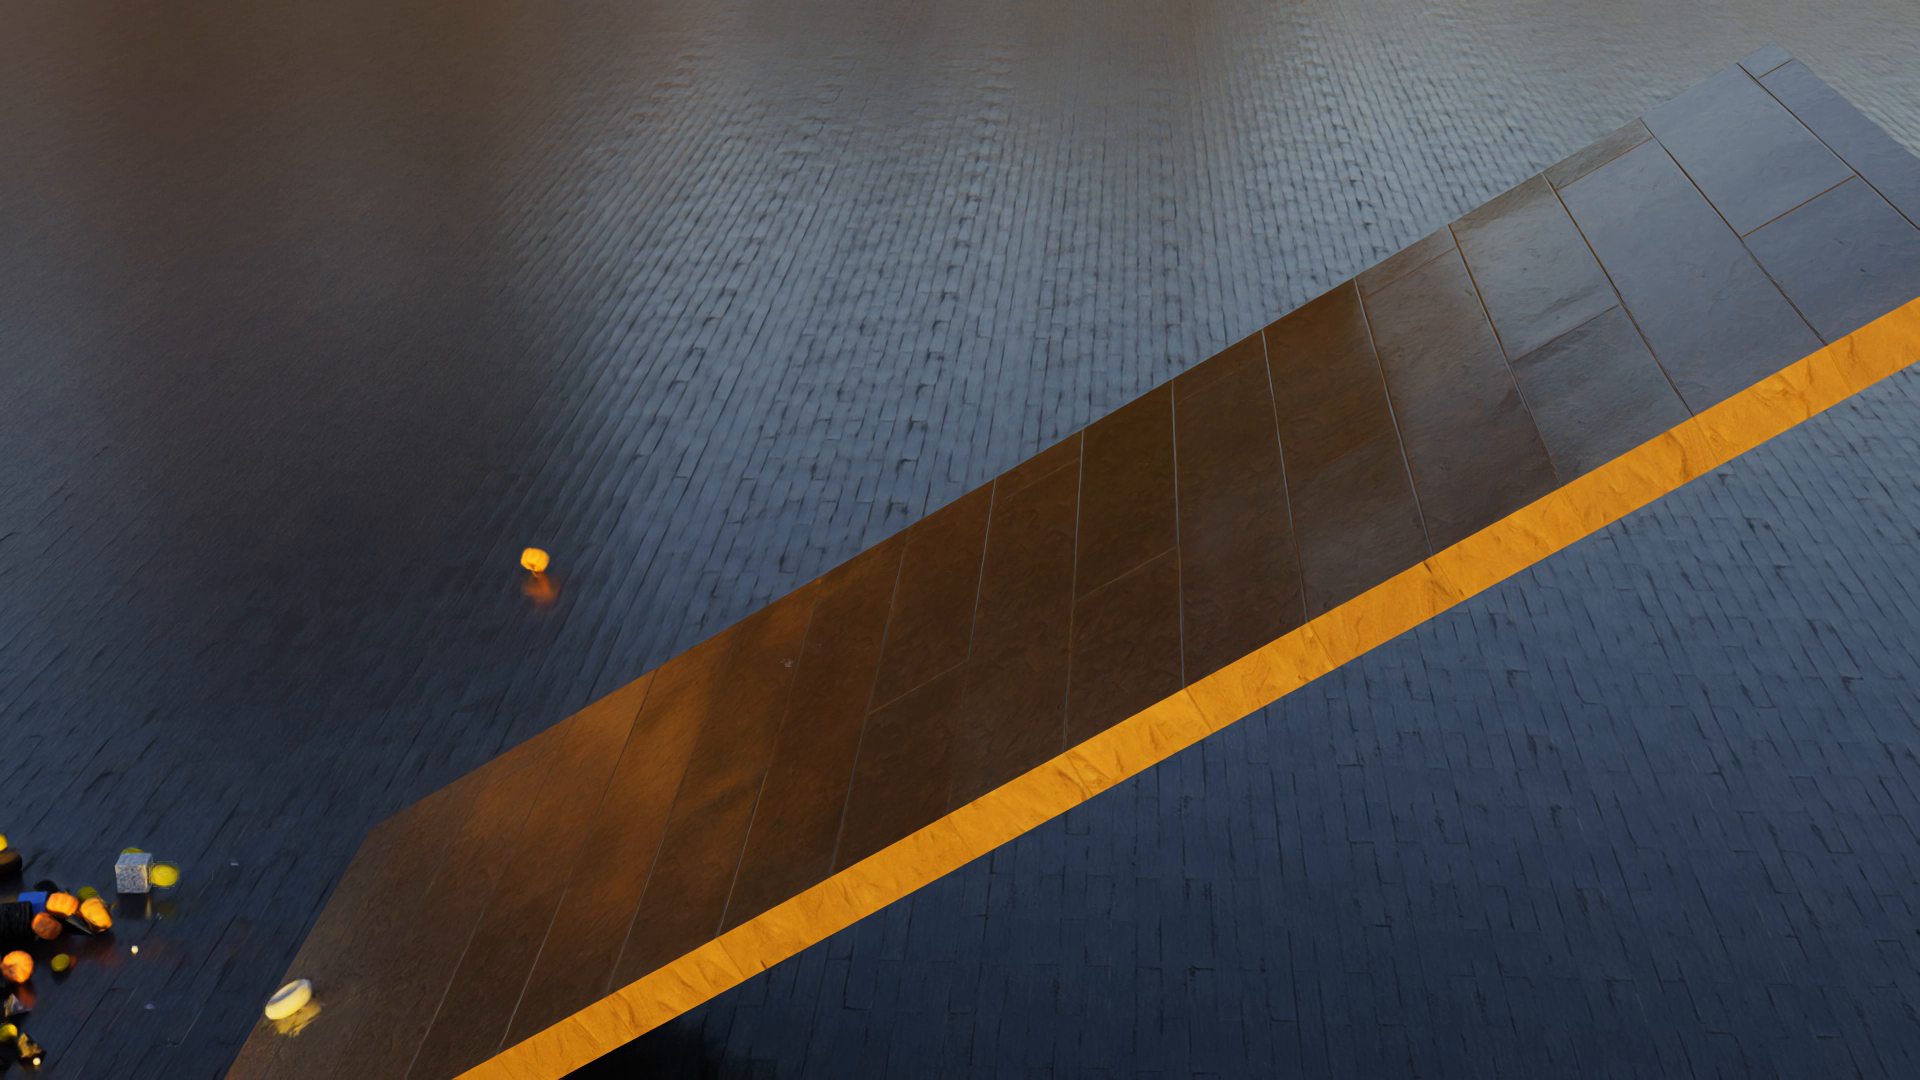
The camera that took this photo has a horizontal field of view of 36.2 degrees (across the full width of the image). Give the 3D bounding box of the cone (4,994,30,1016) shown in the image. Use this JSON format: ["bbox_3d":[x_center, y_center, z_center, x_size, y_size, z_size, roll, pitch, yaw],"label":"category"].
[{"bbox_3d":[-2.199,1.095,6.883,0.054,0.054,0.054,21,8,-29],"label":"cone"}]

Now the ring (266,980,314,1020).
[{"bbox_3d":[-1.506,1.032,6.605,0.121,0.040,0.121,-29,16,9],"label":"ring"}]

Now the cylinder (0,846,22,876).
[{"bbox_3d":[-2.464,0.829,7.587,0.063,0.063,0.063,-18,26,-41],"label":"cylinder"}]

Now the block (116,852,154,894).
[{"bbox_3d":[-2.106,0.850,7.508,0.077,0.077,0.077,-1,19,-3],"label":"block"}]

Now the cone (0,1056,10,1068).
[{"bbox_3d":[-2.184,1.172,6.637,0.088,0.088,0.088,23,14,-16],"label":"cone"}]

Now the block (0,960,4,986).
[{"bbox_3d":[-2.341,1.024,6.972,0.100,0.100,0.100,3,19,8],"label":"block"}]

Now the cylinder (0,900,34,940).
[{"bbox_3d":[-2.332,0.937,7.235,0.090,0.090,0.090,-4,20,-12],"label":"cylinder"}]

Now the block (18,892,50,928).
[{"bbox_3d":[-2.307,0.920,7.320,0.066,0.066,0.066,-3,19,-9],"label":"block"}]

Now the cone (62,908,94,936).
[{"bbox_3d":[-2.164,0.959,7.262,0.072,0.072,0.072,32,26,8],"label":"cone"}]

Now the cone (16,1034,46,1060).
[{"bbox_3d":[-2.107,1.159,6.694,0.060,0.060,0.060,20,7,-33],"label":"cone"}]

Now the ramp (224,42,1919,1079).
[{"bbox_3d":[0.141,0.168,6.288,4.000,0.100,2.000,-29,15,13],"label":"ramp"}]
